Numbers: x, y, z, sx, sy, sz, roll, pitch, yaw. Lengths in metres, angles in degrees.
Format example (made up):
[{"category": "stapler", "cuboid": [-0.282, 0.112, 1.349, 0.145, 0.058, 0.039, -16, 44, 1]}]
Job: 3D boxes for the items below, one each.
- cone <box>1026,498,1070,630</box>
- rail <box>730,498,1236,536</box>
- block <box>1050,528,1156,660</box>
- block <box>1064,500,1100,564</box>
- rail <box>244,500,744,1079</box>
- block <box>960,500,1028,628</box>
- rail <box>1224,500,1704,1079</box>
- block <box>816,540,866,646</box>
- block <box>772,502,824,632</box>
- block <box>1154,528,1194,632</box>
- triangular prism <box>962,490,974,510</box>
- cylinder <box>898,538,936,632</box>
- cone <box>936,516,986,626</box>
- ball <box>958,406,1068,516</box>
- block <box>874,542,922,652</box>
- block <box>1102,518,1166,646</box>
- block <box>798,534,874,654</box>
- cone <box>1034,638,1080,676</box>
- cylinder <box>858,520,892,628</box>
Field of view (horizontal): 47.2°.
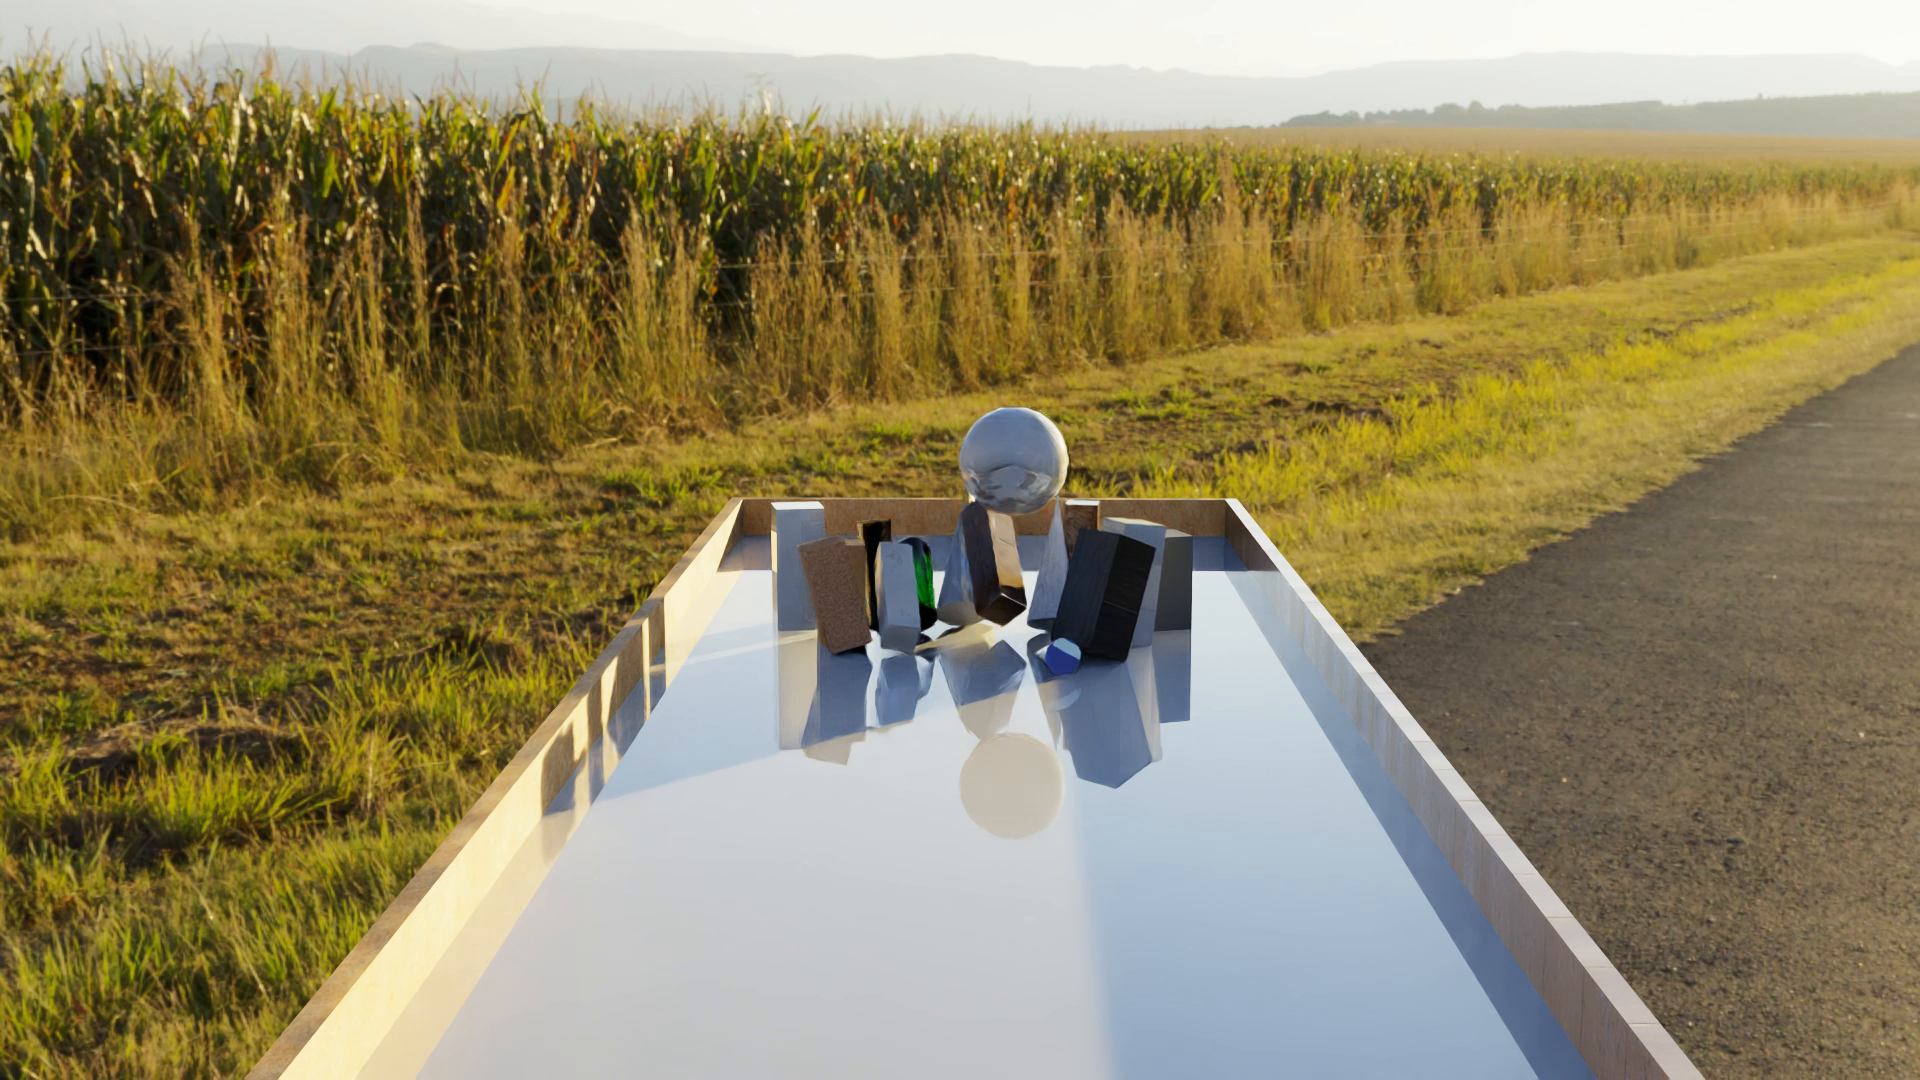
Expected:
[{"category": "cone", "cuboid": [0.308, 0.063, 7.114, 0.170, 0.436, 0.170, 3, -16, 1]}, {"category": "rail", "cuboid": [0.099, -0.098, 9.147, 2.100, 0.150, 0.050, 0, 9, 1]}, {"category": "block", "cuboid": [0.436, 0.165, 6.707, 0.171, 0.358, 0.171, 20, -7, -42]}, {"category": "block", "cuboid": [0.397, 0.079, 7.199, 0.105, 0.408, 0.105, 2, 9, 7]}, {"category": "rail", "cuboid": [-1.004, 0.839, 3.234, 0.050, 0.150, 12.000, 0, 9, 1]}, {"category": "block", "cuboid": [0.109, 0.063, 7.191, 0.117, 0.447, 0.117, 28, -53, -34]}, {"category": "rail", "cuboid": [1.046, 0.843, 3.208, 0.050, 0.150, 12.000, 0, 9, 1]}, {"category": "block", "cuboid": [-0.377, 0.165, 6.960, 0.136, 0.314, 0.136, -2, 9, -12]}, {"category": "block", "cuboid": [-0.530, 0.085, 7.202, 0.157, 0.399, 0.157, -2, 9, -11]}, {"category": "block", "cuboid": [0.654, 0.131, 7.202, 0.161, 0.307, 0.161, -3, 9, -17]}, {"category": "triangular prism", "cuboid": [0.035, 0.049, 7.401, 0.130, 0.424, 0.112, 18, -28, -33]}, {"category": "cylinder", "cuboid": [-0.147, 0.145, 7.204, 0.122, 0.122, 0.331, -1, 40, -5]}, {"category": "cone", "cuboid": [0.002, 0.075, 7.237, 0.174, 0.377, 0.174, -1, -29, 0]}, {"category": "ball", "cuboid": [0.175, -0.256, 7.156, 0.357, 0.357, 0.357, 0, 9, 0]}, {"category": "block", "cuboid": [-0.199, 0.176, 6.915, 0.105, 0.105, 0.393, 7, 39, -12]}, {"category": "block", "cuboid": [0.528, 0.129, 6.932, 0.146, 0.379, 0.146, 4, 7, -26]}, {"category": "block", "cuboid": [-0.386, 0.168, 6.817, 0.133, 0.330, 0.133, -17, 11, -8]}, {"category": "cone", "cuboid": [0.267, 0.348, 6.643, 0.109, 0.109, 0.317, -2, -1, -14]}, {"category": "cylinder", "cuboid": [-0.266, 0.109, 7.192, 0.109, 0.343, 0.109, -5, 5, 0]}]
